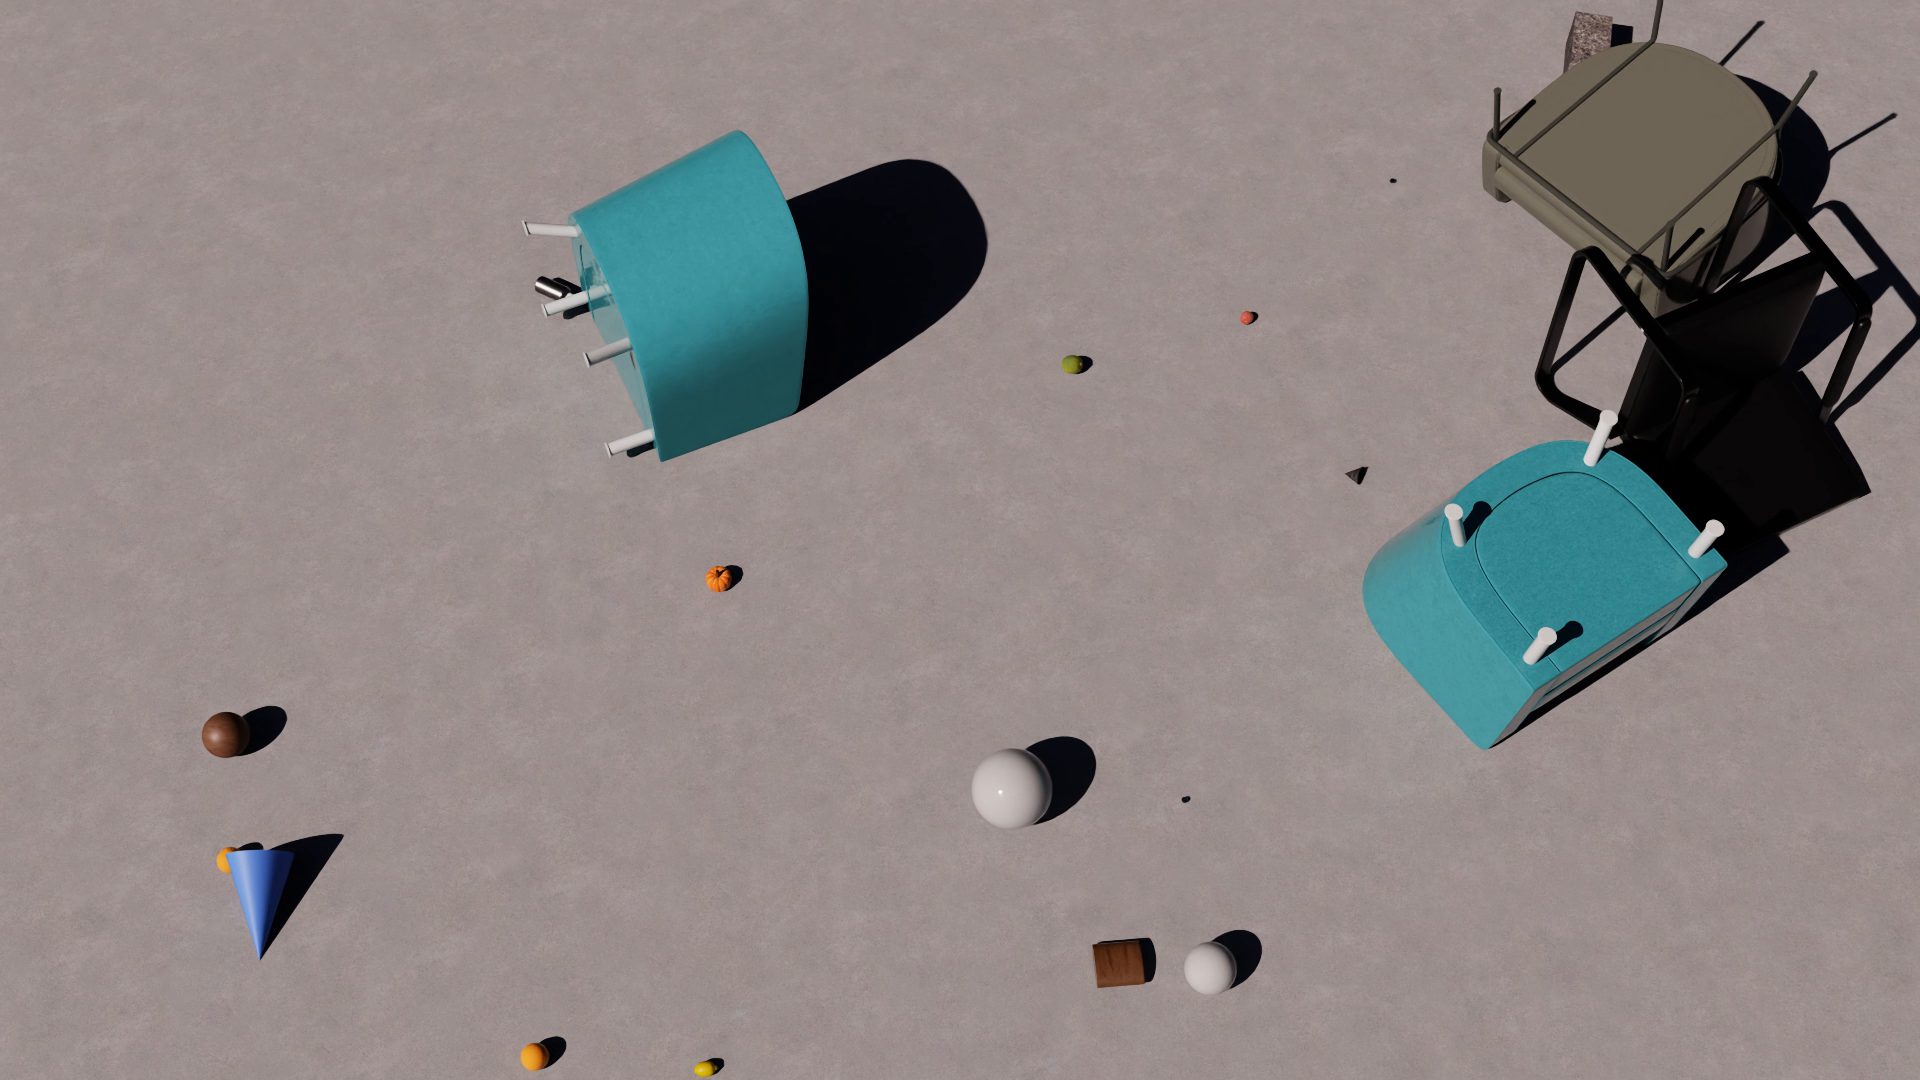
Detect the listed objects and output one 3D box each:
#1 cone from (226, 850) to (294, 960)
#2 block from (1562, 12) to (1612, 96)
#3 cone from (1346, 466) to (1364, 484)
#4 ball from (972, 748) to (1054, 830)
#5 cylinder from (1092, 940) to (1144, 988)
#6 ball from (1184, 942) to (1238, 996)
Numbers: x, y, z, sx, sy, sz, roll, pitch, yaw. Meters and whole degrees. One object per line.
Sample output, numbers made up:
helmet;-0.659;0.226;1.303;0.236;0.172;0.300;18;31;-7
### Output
cone;-1.865;0.980;5.860;0.165;0.198;0.284;-10;74;19
block;2.170;-1.683;7.611;0.126;0.153;0.233;10;57;7
cone;1.196;-0.199;6.696;0.053;0.040;0.065;8;52;34
ball;0.142;0.677;5.985;0.223;0.223;0.223;0;56;0
cylinder;0.417;1.118;5.795;0.125;0.048;0.122;-4;56;-3
ball;0.654;1.118;5.740;0.139;0.139;0.139;0;56;0
